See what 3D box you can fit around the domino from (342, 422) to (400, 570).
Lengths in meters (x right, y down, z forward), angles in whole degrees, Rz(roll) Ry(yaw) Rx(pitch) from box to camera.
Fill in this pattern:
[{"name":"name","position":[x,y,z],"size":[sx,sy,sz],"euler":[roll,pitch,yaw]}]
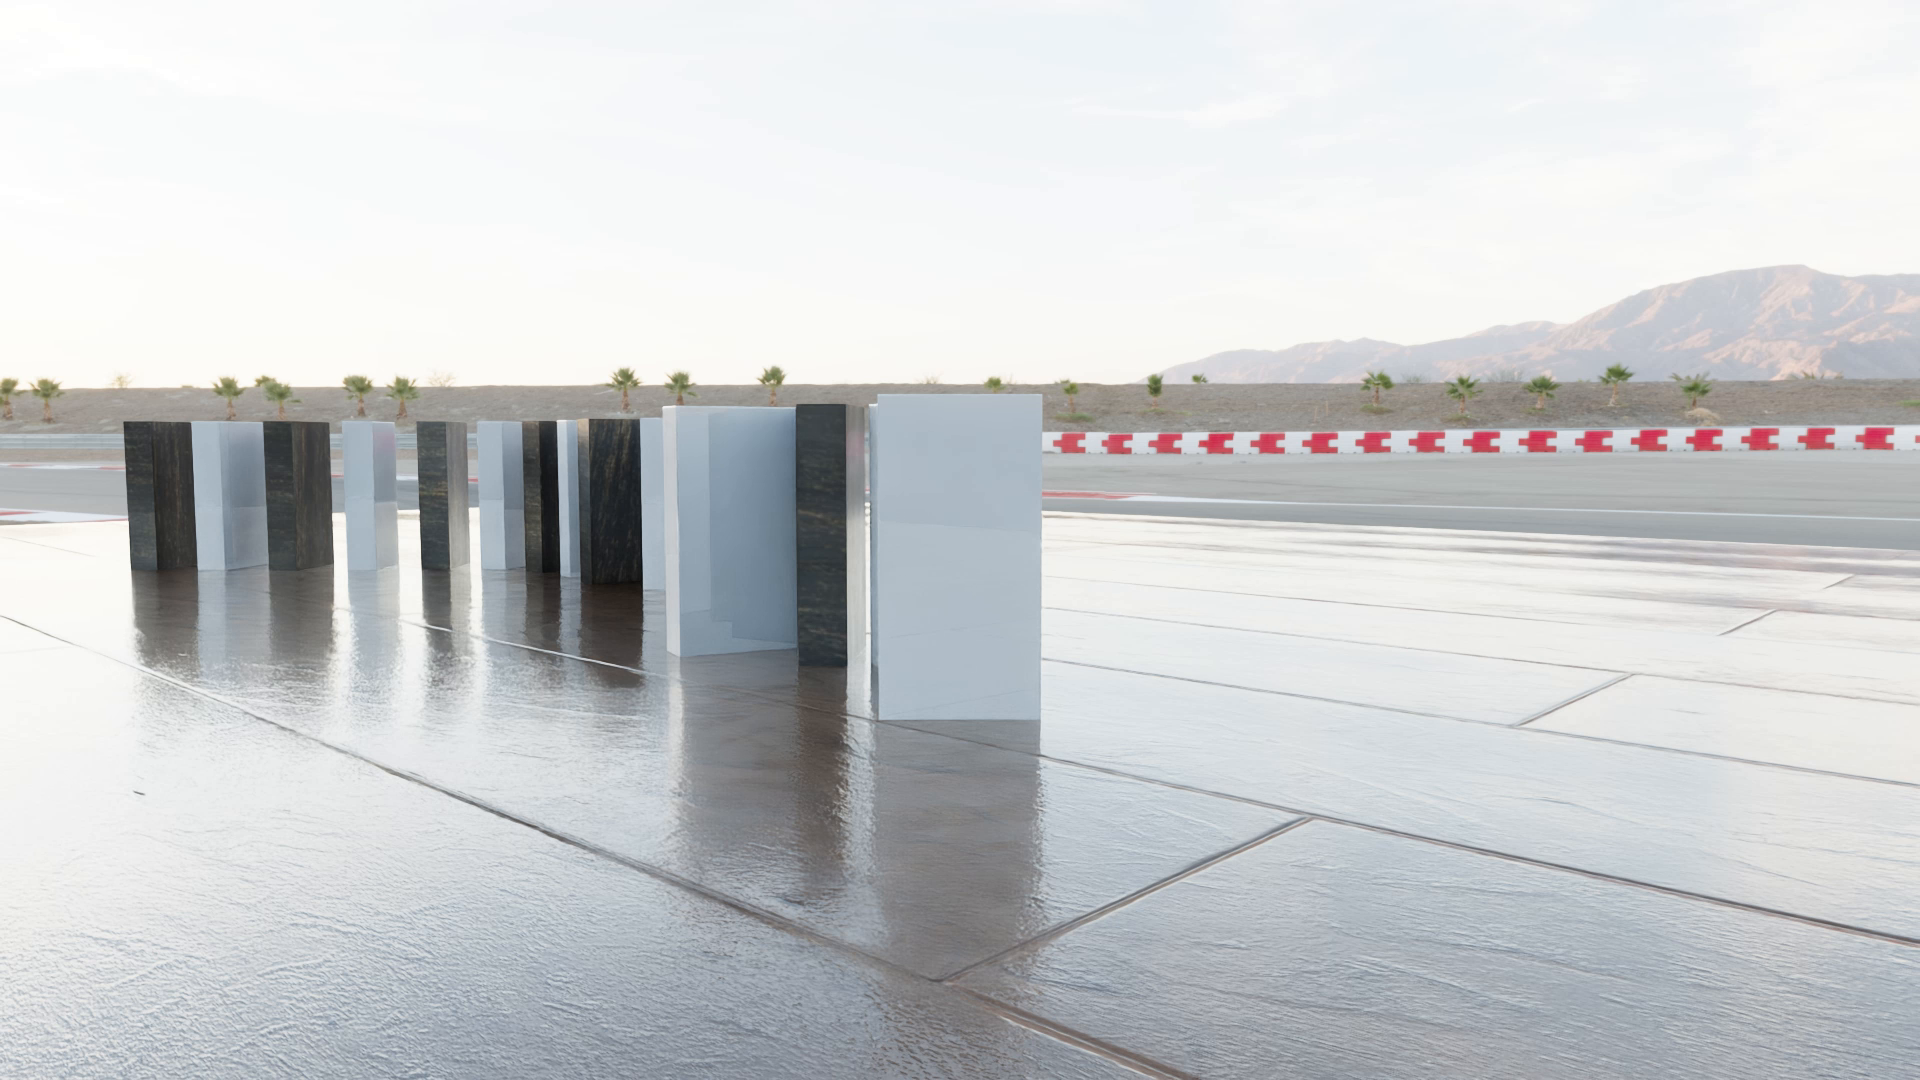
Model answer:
[{"name":"domino","position":[-0.203,-0.016,0.442],"size":[0.010,0.050,0.025],"euler":[-1,4,-7]}]

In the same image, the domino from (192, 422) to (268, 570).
[{"name":"domino","position":[-0.251,-0.016,0.442],"size":[0.010,0.050,0.025],"euler":[0,4,4]}]

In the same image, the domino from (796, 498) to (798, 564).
[{"name":"domino","position":[-0.047,-0.004,0.288],"size":[0.025,0.050,0.010],"euler":[1,4,11]}]

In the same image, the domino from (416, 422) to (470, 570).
[{"name":"domino","position":[-0.179,-0.016,0.446],"size":[0.009,0.050,0.025],"euler":[0,4,-6]}]

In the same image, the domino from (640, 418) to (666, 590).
[{"name":"domino","position":[-0.084,-0.011,0.384],"size":[0.010,0.050,0.025],"euler":[1,5,18]}]

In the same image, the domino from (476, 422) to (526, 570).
[{"name":"domino","position":[-0.155,-0.016,0.445],"size":[0.009,0.050,0.025],"euler":[1,4,14]}]

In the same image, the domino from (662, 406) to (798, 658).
[{"name":"domino","position":[-0.047,-0.002,0.264],"size":[0.025,0.050,0.009],"euler":[-2,5,-28]}]

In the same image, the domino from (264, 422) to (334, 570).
[{"name":"domino","position":[-0.227,-0.016,0.441],"size":[0.010,0.050,0.025],"euler":[0,4,1]}]

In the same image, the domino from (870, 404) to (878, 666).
[{"name":"domino","position":[-0.004,-0.001,0.248],"size":[0.025,0.050,0.009],"euler":[-2,5,-27]}]

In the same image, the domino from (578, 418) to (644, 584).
[{"name":"domino","position":[-0.104,-0.012,0.397],"size":[0.025,0.050,0.010],"euler":[-3,5,-36]}]

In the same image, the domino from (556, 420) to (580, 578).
[{"name":"domino","position":[-0.117,-0.014,0.418],"size":[0.025,0.050,0.009],"euler":[-3,5,-35]}]

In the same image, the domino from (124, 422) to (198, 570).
[{"name":"domino","position":[-0.275,-0.016,0.444],"size":[0.010,0.050,0.025],"euler":[0,4,3]}]

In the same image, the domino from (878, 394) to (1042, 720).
[{"name":"domino","position":[0.000,0.002,0.201],"size":[0.025,0.050,0.009],"euler":[0,4,0]}]

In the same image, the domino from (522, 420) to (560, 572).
[{"name":"domino","position":[-0.134,-0.015,0.434],"size":[0.010,0.050,0.025],"euler":[3,5,38]}]

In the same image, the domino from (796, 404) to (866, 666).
[{"name":"domino","position":[-0.025,-0.002,0.257],"size":[0.010,0.050,0.025],"euler":[0,4,4]}]
